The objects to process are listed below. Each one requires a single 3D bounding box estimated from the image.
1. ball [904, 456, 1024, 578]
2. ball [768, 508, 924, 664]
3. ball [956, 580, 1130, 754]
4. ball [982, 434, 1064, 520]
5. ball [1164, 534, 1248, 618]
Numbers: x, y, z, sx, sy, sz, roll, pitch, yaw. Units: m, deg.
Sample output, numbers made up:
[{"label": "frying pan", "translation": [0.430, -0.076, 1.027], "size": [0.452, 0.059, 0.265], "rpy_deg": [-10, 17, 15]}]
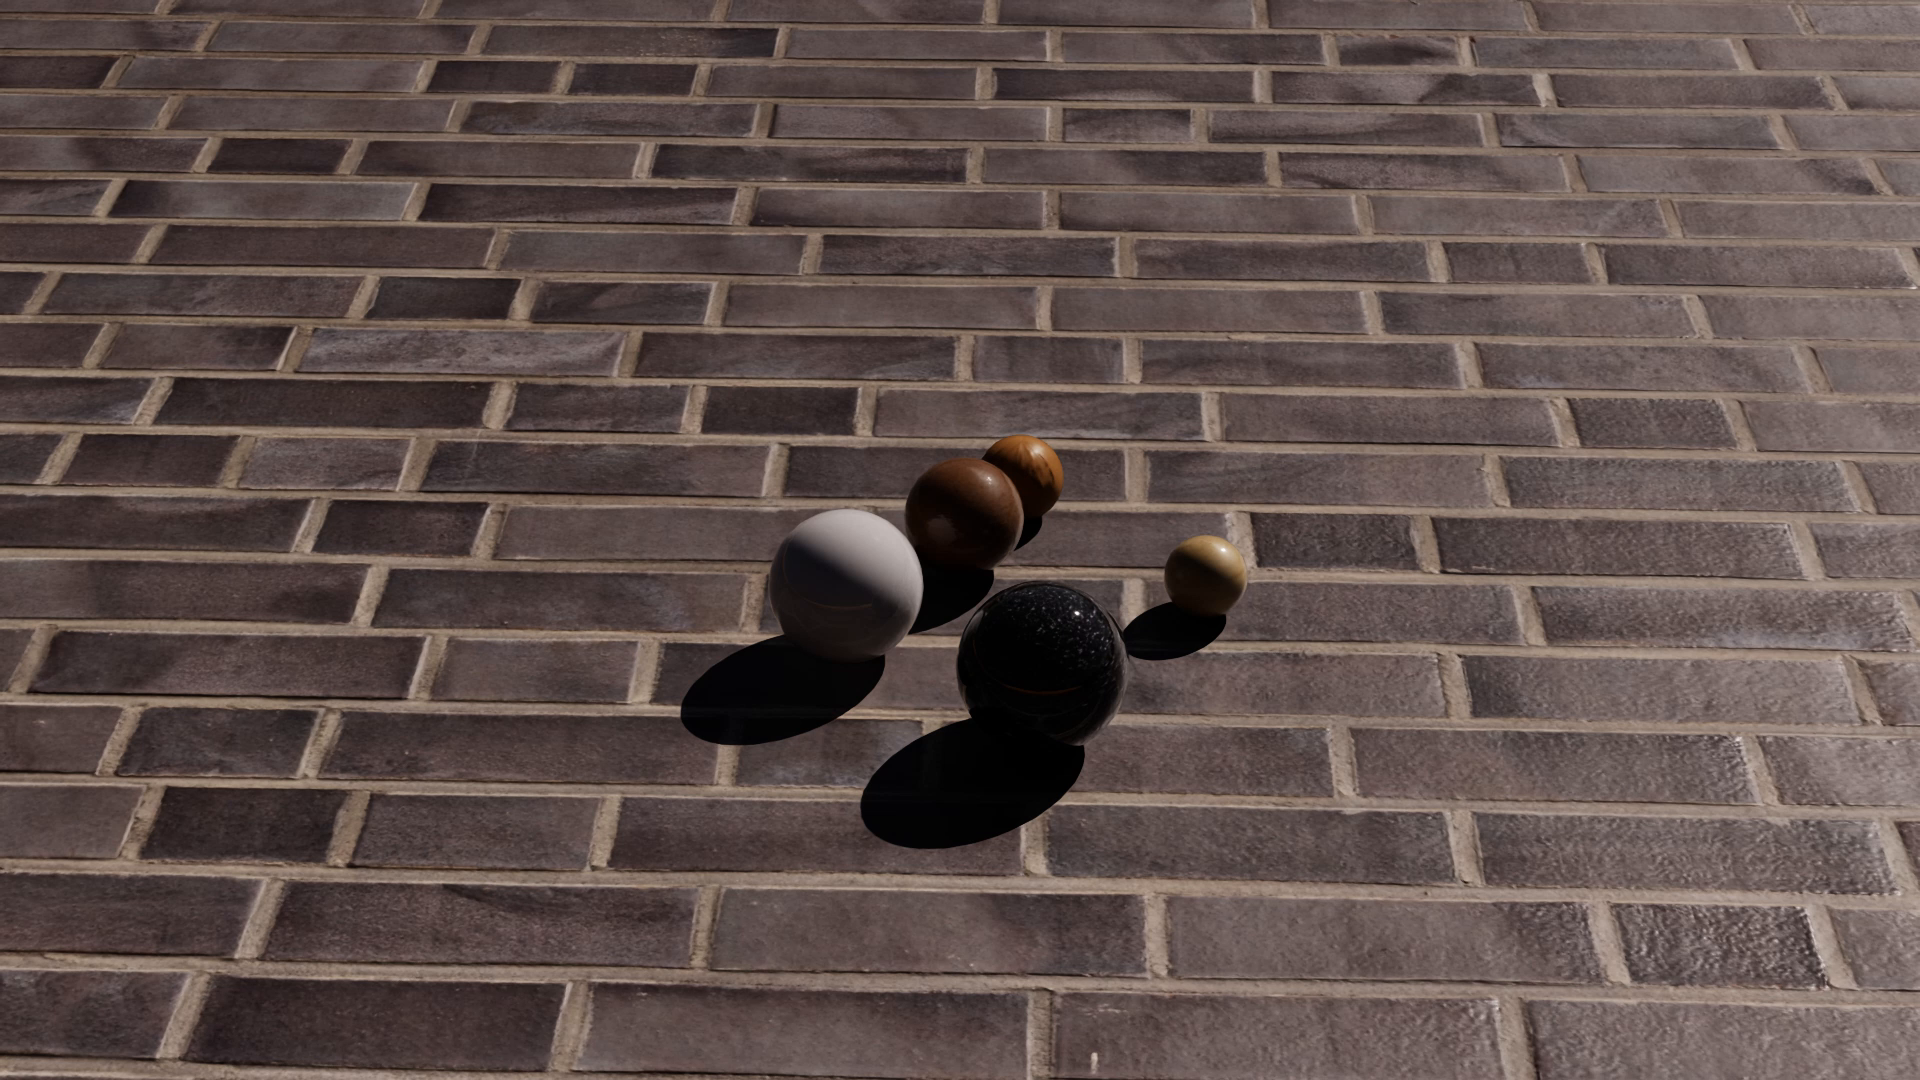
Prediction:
[{"label": "ball", "translation": [0.002, -0.012, 1.563], "size": [0.064, 0.064, 0.064], "rpy_deg": [0, 33, 0]}, {"label": "ball", "translation": [-0.058, 0.024, 1.493], "size": [0.079, 0.079, 0.079], "rpy_deg": [0, 33, 0]}, {"label": "ball", "translation": [0.040, 0.062, 1.428], "size": [0.085, 0.085, 0.085], "rpy_deg": [0, 33, 0]}, {"label": "ball", "translation": [0.033, -0.034, 1.612], "size": [0.047, 0.047, 0.047], "rpy_deg": [0, 33, 0]}, {"label": "ball", "translation": [0.128, 0.019, 1.532], "size": [0.044, 0.044, 0.044], "rpy_deg": [0, 33, 0]}]
